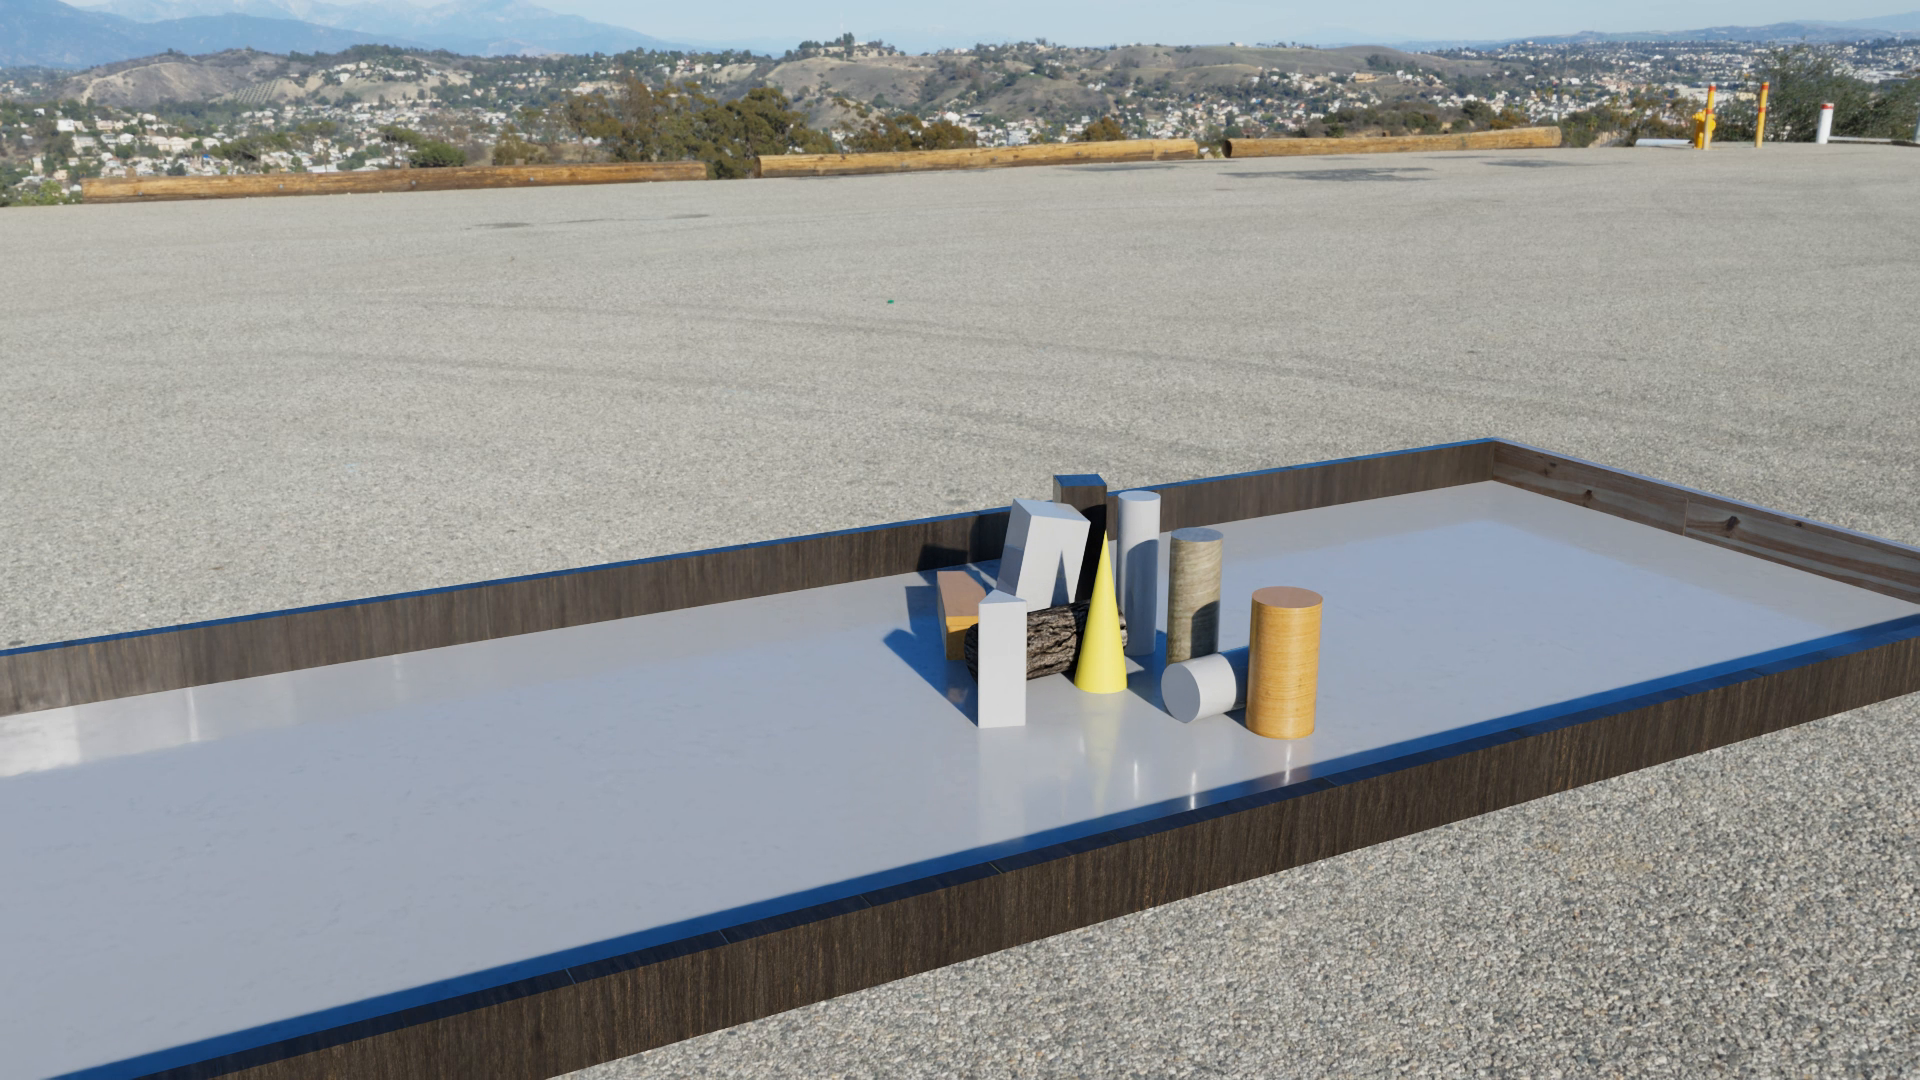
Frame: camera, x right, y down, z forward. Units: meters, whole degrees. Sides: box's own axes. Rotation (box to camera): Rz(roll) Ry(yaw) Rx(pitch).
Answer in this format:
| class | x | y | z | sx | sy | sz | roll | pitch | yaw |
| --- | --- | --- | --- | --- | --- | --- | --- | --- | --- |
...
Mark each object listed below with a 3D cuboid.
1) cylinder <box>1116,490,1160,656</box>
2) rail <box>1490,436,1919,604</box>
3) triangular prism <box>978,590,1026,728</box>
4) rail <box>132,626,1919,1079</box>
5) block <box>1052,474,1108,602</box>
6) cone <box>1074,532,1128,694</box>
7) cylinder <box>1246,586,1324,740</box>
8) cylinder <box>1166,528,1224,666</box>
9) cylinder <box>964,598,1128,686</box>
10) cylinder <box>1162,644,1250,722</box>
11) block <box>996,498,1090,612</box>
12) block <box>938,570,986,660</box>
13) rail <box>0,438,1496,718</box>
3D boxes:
| class | x | y | z | sx | sy | sz | roll | pitch | yaw |
| --- | --- | --- | --- | --- | --- | --- | --- | --- | --- |
| cylinder | 0.463 | 0.087 | 4.316 | 0.109 | 0.419 | 0.109 | 0 | 16 | 0 |
| rail | 2.466 | -0.048 | 5.253 | 0.050 | 0.150 | 2.100 | -9 | 18 | -27 |
| triangular prism | 0.090 | 0.277 | 3.869 | 0.111 | 0.306 | 0.097 | -3 | 17 | -10 |
| rail | -2.336 | 1.006 | 1.665 | 12.000 | 0.150 | 0.050 | -9 | 18 | -27 |
| block | 0.329 | 0.024 | 4.578 | 0.127 | 0.392 | 0.127 | -2 | 16 | -6 |
| cone | 0.354 | 0.167 | 4.074 | 0.136 | 0.401 | 0.136 | 0 | 17 | 0 |
| cylinder | 0.750 | 0.284 | 3.824 | 0.161 | 0.319 | 0.161 | 0 | 16 | 0 |
| cylinder | 0.580 | 0.171 | 4.093 | 0.129 | 0.384 | 0.129 | 0 | 16 | 0 |
| cylinder | 0.219 | 0.258 | 4.183 | 0.390 | 0.167 | 0.167 | -10 | 19 | -32 |
| cylinder | 0.659 | 0.334 | 3.966 | 0.334 | 0.142 | 0.142 | -10 | 19 | -31 |
| block | 0.206 | 0.092 | 4.351 | 0.162 | 0.361 | 0.162 | 6 | 16 | -17 |
| block | 0.009 | 0.199 | 4.465 | 0.119 | 0.119 | 0.392 | -1 | 16 | -4 |
| rail | -3.305 | 0.497 | 3.399 | 12.000 | 0.150 | 0.050 | -9 | 18 | -27 |
